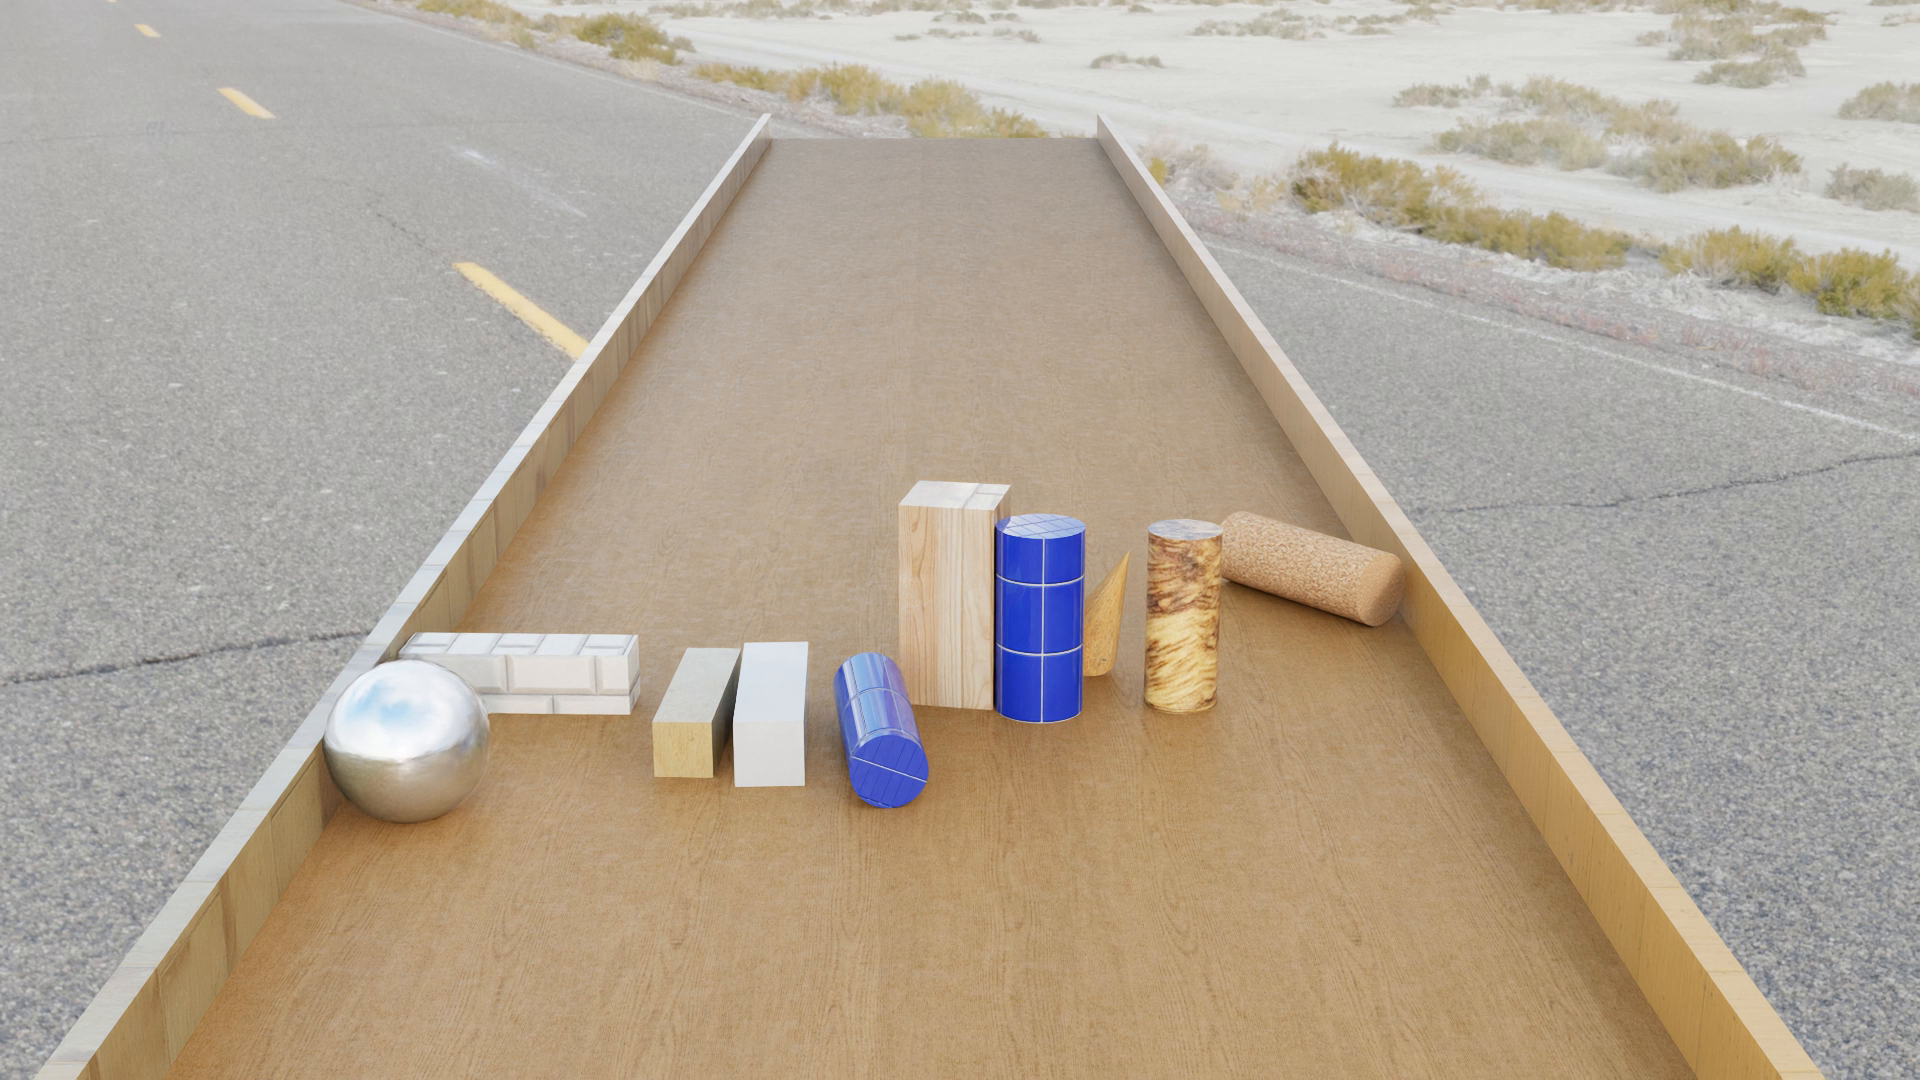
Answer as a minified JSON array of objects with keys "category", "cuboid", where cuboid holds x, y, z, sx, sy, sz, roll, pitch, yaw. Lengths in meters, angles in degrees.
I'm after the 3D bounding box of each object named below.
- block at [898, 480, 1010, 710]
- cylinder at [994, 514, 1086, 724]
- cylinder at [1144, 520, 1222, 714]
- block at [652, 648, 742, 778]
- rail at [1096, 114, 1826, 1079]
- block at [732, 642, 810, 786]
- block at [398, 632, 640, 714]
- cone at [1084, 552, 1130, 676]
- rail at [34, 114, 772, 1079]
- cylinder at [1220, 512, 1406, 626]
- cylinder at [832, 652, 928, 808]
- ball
[{"category":"block","cuboid":[-0.008,0.103,4.193,0.180,0.392,0.180,3,17,11]},{"category":"cylinder","cuboid":[0.149,0.145,4.111,0.166,0.357,0.166,0,17,0]},{"category":"cylinder","cuboid":[0.420,0.144,4.145,0.139,0.341,0.139,0,17,0]},{"category":"block","cuboid":[-0.474,0.310,4.005,0.103,0.103,0.386,1,17,2]},{"category":"rail","cuboid":[0.932,-0.844,7.801,0.050,0.150,12.000,0,17,-1]},{"category":"block","cuboid":[-0.338,0.309,3.976,0.120,0.120,0.410,-1,17,-2]},{"category":"block","cuboid":[-0.832,0.253,4.172,0.430,0.117,0.117,1,17,2]},{"category":"cone","cuboid":[0.284,0.117,4.256,0.136,0.306,0.136,10,47,-11]},{"category":"rail","cuboid":[-1.118,-0.838,7.780,0.050,0.150,12.000,0,17,-1]},{"category":"cylinder","cuboid":[0.749,0.058,4.755,0.158,0.158,0.416,-13,21,-38]},{"category":"cylinder","cuboid":[-0.144,0.329,3.886,0.133,0.133,0.417,-2,17,-7]},{"category":"ball","cuboid":[-0.913,0.332,3.640,0.269,0.269,0.269,0,17,0]}]
